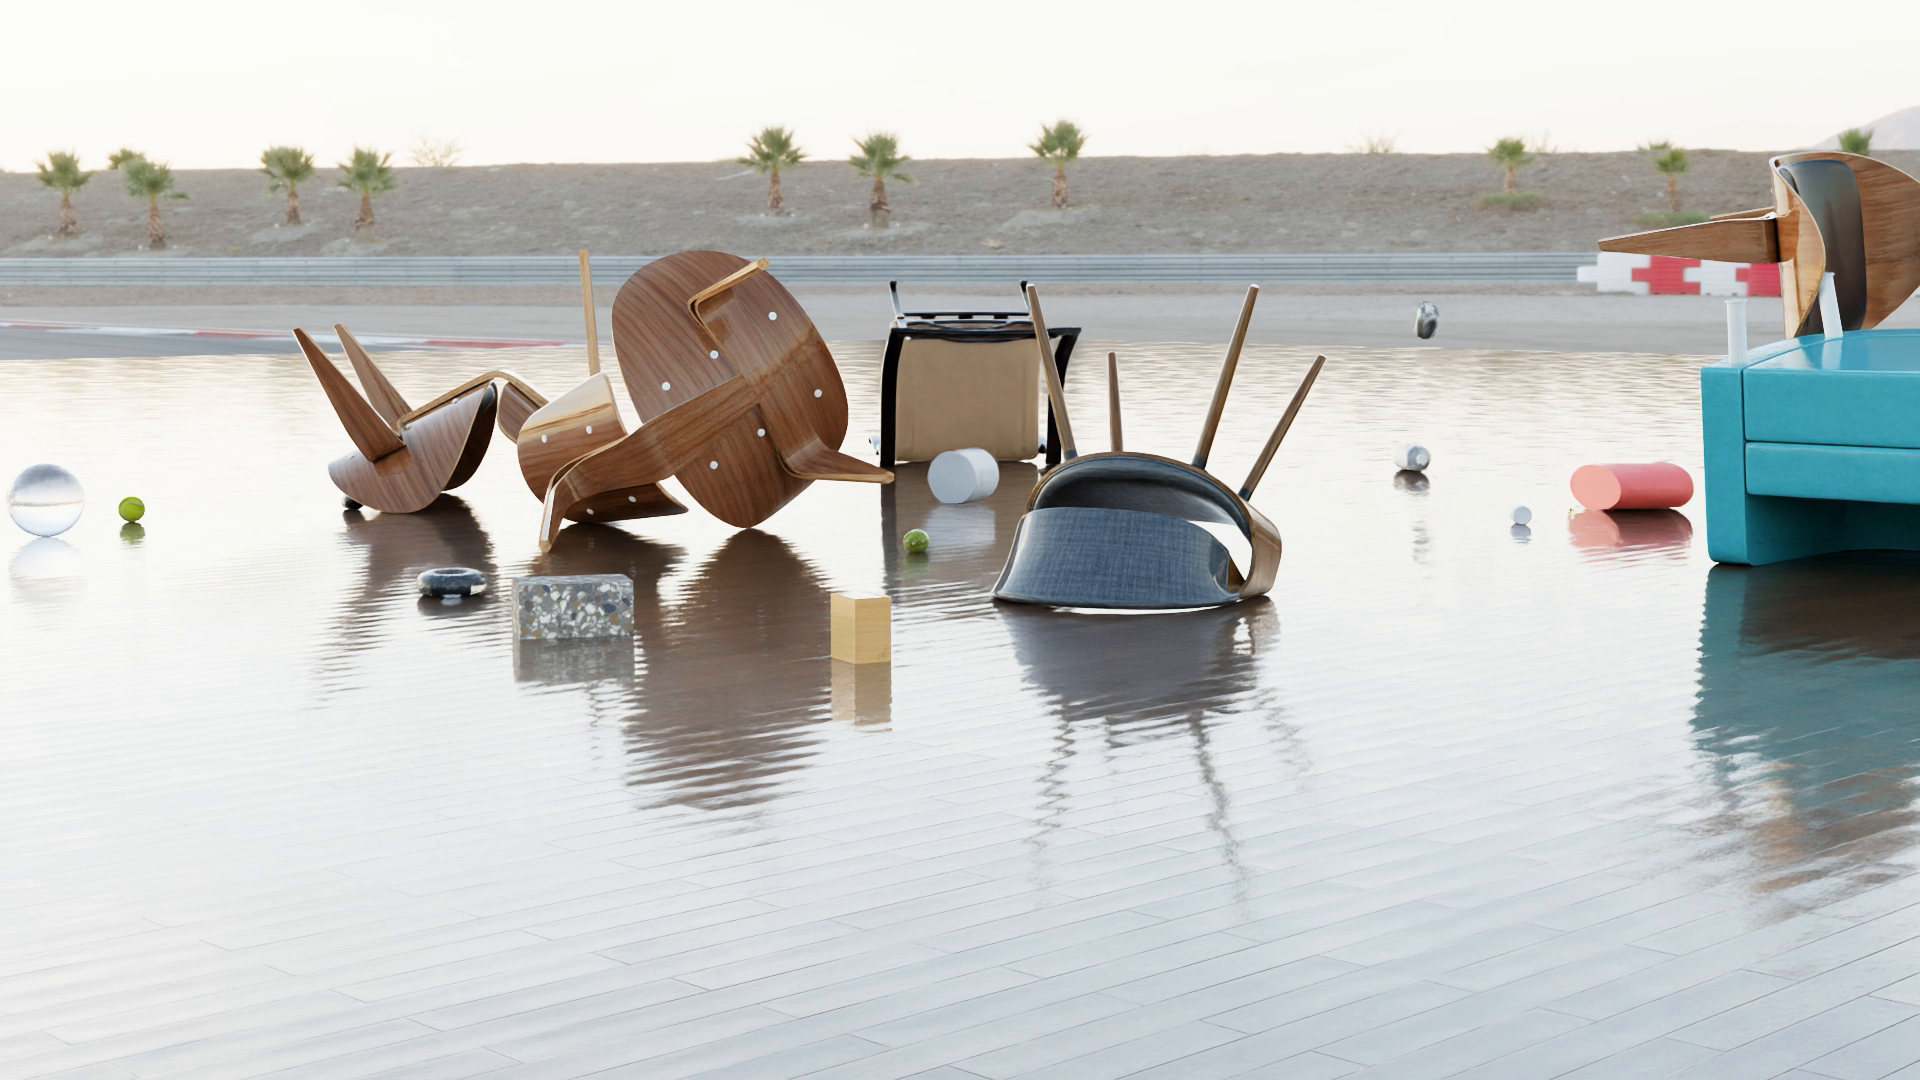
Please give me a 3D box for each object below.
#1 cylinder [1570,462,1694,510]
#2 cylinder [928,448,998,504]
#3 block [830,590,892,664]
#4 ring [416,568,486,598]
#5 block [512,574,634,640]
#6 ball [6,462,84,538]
[{"bbox_3d":[1.901,-0.153,7.263,0.241,0.129,0.252,-2,7,-20],"label":"cylinder"},{"bbox_3d":[0.011,-0.187,7.480,0.150,0.155,0.175,-18,-2,24],"label":"cylinder"},{"bbox_3d":[-0.170,0.150,4.416,0.069,0.111,0.094,-3,7,-28],"label":"block"},{"bbox_3d":[-1.053,0.089,5.315,0.144,0.049,0.159,-4,8,-26],"label":"ring"},{"bbox_3d":[-0.717,0.122,4.746,0.209,0.099,0.127,-2,6,-16],"label":"block"},{"bbox_3d":[-2.310,-0.102,6.480,0.188,0.188,0.188,0,6,0],"label":"ball"}]
